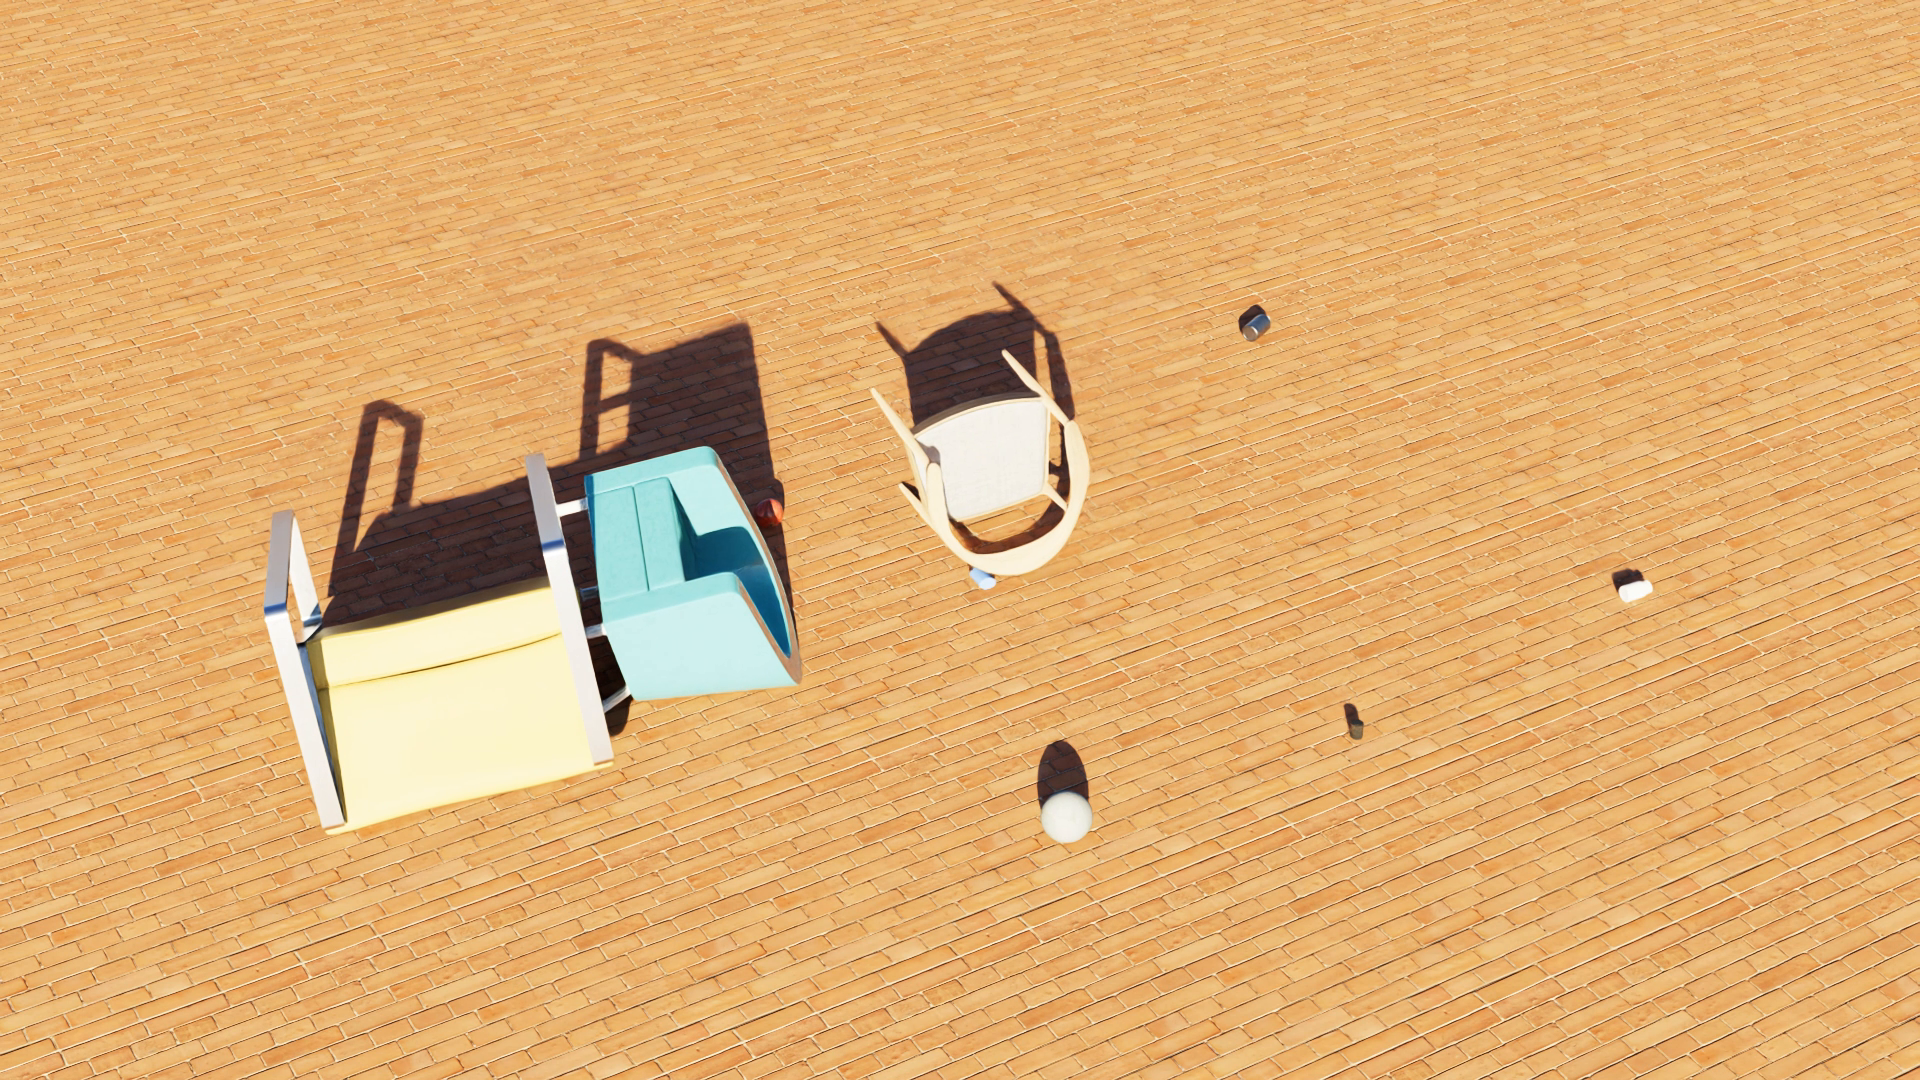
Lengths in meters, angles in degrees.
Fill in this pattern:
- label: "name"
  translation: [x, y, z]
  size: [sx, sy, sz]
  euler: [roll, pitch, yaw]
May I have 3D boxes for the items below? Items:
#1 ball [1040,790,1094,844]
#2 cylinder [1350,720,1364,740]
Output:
- label: "ball"
  translation: [0.344, 0.890, 9.439]
  size: [0.170, 0.170, 0.170]
  euler: [0, 33, 0]
- label: "cylinder"
  translation: [1.343, 0.641, 9.920]
  size: [0.045, 0.056, 0.040]
  euler: [17, 37, 24]
